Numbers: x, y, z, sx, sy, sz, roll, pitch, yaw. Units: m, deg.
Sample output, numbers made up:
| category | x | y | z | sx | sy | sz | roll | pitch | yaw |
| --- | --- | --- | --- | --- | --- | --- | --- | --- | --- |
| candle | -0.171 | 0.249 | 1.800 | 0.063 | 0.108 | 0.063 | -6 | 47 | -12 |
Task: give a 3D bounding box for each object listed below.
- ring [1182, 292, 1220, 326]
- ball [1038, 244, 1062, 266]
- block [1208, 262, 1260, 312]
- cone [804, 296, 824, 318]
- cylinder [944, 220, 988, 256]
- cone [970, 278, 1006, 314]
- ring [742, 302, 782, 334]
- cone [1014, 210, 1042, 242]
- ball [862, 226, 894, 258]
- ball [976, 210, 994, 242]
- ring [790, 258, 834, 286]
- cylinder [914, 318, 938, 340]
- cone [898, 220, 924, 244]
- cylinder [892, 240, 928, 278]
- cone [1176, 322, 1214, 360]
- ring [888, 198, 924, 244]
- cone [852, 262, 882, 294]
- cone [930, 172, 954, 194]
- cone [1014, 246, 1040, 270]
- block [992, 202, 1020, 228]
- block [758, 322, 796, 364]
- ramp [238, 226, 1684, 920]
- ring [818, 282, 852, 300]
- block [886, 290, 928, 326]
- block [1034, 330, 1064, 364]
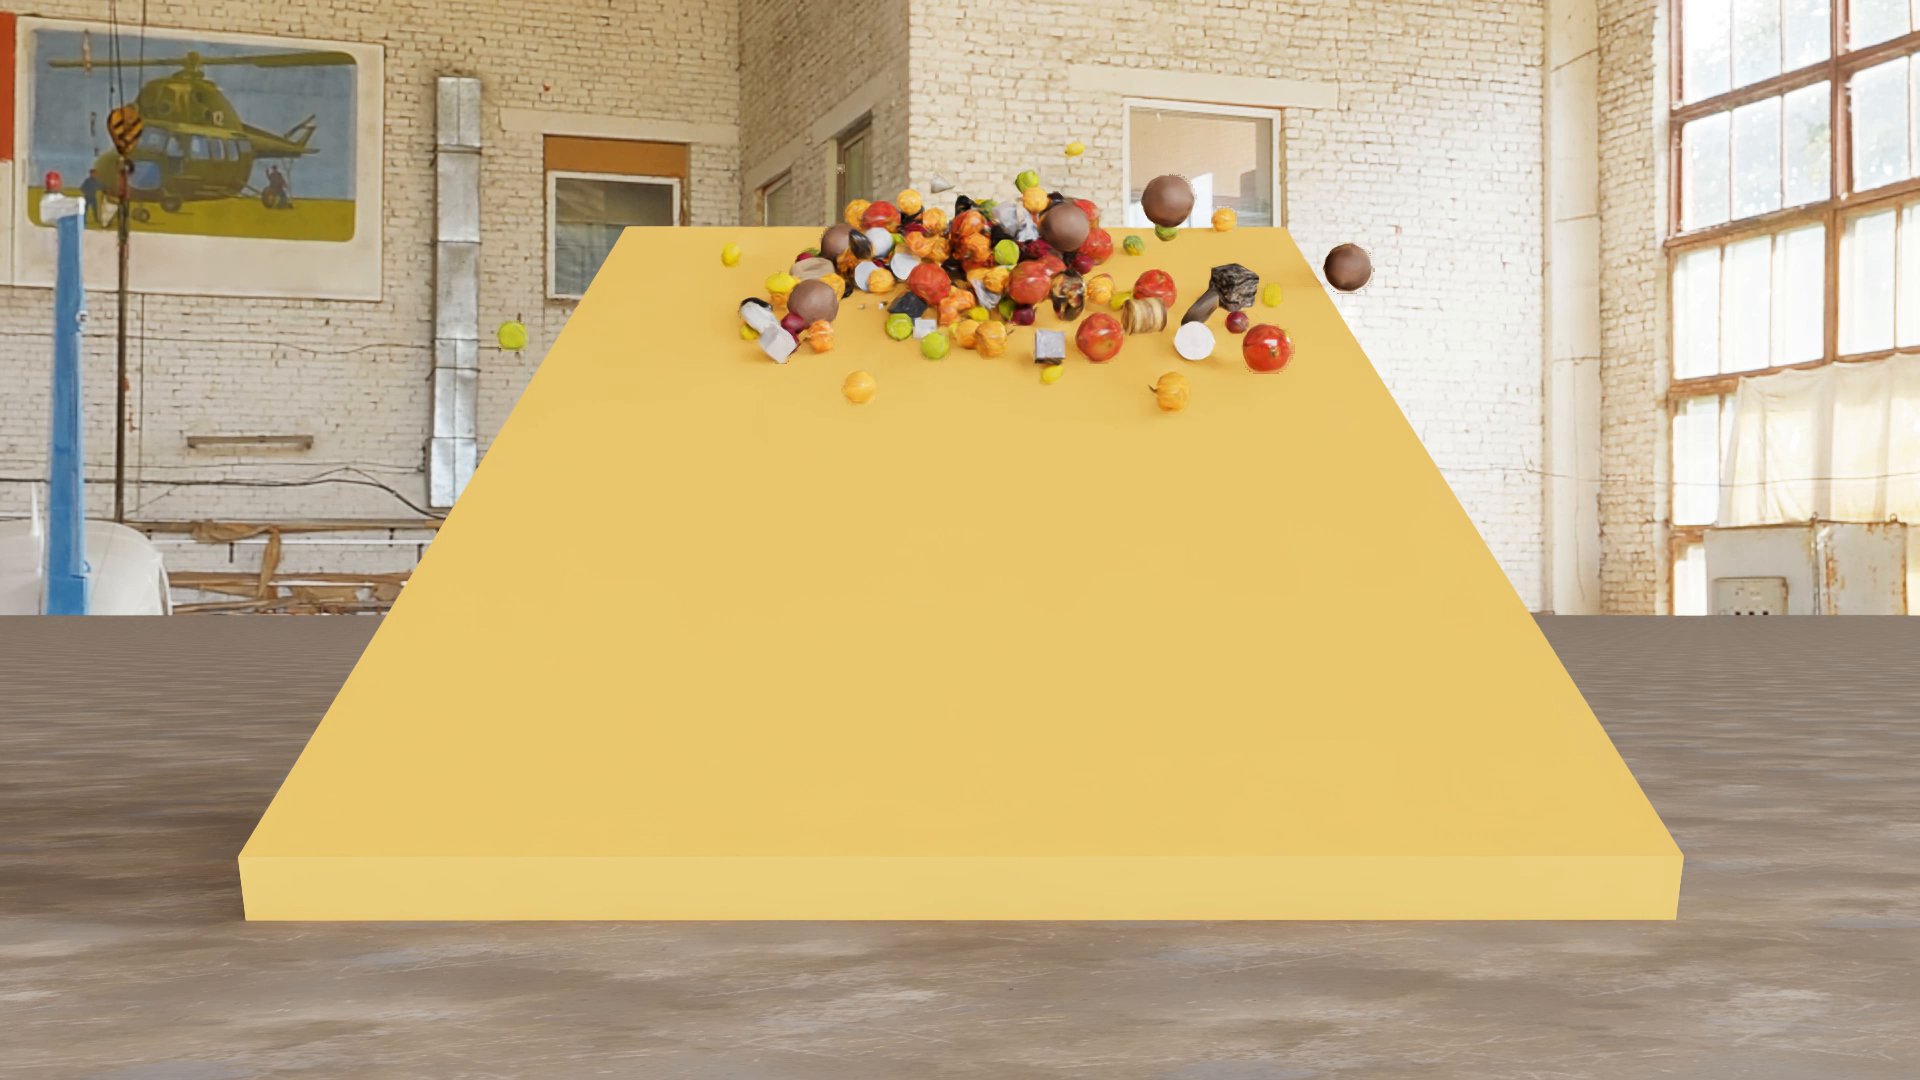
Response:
| category | x | y | z | sx | sy | sz | roll | pitch | yaw |
| --- | --- | --- | --- | --- | --- | --- | --- | --- | --- |
| ring | 0.597 | -0.567 | 5.642 | 0.041 | 0.122 | 0.122 | 42 | 6 | 9 |
| ball | 0.255 | -0.804 | 6.402 | 0.066 | 0.066 | 0.066 | 0 | -2 | 0 |
| block | 0.717 | -0.665 | 5.974 | 0.089 | 0.089 | 0.089 | -15 | 37 | -36 |
| cone | -0.390 | -0.589 | 5.878 | 0.057 | 0.057 | 0.057 | -2 | 40 | 48 |
| cylinder | 0.019 | -0.869 | 6.533 | 0.096 | 0.096 | 0.096 | 8 | 1 | 21 |
| cone | 0.058 | -0.646 | 5.855 | 0.087 | 0.087 | 0.087 | 41 | -16 | -17 |
| ring | -0.494 | -0.548 | 5.672 | 0.121 | 0.040 | 0.121 | 38 | 13 | -11 |
| cone | 0.181 | -0.854 | 6.148 | 0.079 | 0.079 | 0.079 | -9 | 11 | 2 |
| ball | -0.228 | -0.817 | 6.243 | 0.087 | 0.087 | 0.087 | 0 | -2 | 0 |
| ball | 0.091 | -0.925 | 6.686 | 0.096 | 0.096 | 0.096 | 0 | -2 | 0 |
| ring | -0.406 | -0.735 | 6.222 | 0.128 | 0.043 | 0.128 | -7 | 30 | 4 |
| cylinder | -0.085 | -0.527 | 5.672 | 0.052 | 0.052 | 0.052 | 2 | -2 | 5 |
| cone | -0.145 | -0.867 | 6.315 | 0.072 | 0.072 | 0.072 | 18 | -7 | -17 |
| cylinder | -0.142 | -0.770 | 6.221 | 0.077 | 0.077 | 0.077 | 27 | 3 | 11 |
| cone | 0.567 | -0.477 | 5.554 | 0.095 | 0.095 | 0.095 | 0 | -6 | -2 |
| ring | -0.155 | -0.918 | 6.536 | 0.048 | 0.143 | 0.143 | 27 | -14 | -26 |
| cone | -0.271 | -0.701 | 6.159 | 0.090 | 0.090 | 0.090 | 1 | -11 | -35 |
| cone | -0.044 | -1.000 | 6.403 | 0.065 | 0.065 | 0.065 | 13 | 0 | 9 |
| cone | 0.201 | -0.777 | 6.378 | 0.071 | 0.071 | 0.071 | 37 | 10 | 16 |
| block | 0.125 | -0.893 | 6.242 | 0.052 | 0.052 | 0.052 | -25 | 28 | -22 |
| block | -0.439 | -0.474 | 5.456 | 0.059 | 0.059 | 0.059 | 34 | 16 | -38 |
| ramp | -0.005 | -0.210 | 5.035 | 2.000 | 0.100 | 4.000 | 0 | 20 | 0 |
| ring | -0.334 | -0.667 | 6.083 | 0.092 | 0.031 | 0.092 | 1 | 19 | 0 |
| block | -0.134 | -0.588 | 5.759 | 0.066 | 0.066 | 0.066 | 39 | -6 | -17 |
| block | 0.213 | -0.458 | 5.402 | 0.065 | 0.065 | 0.065 | 2 | -10 | -3 |
